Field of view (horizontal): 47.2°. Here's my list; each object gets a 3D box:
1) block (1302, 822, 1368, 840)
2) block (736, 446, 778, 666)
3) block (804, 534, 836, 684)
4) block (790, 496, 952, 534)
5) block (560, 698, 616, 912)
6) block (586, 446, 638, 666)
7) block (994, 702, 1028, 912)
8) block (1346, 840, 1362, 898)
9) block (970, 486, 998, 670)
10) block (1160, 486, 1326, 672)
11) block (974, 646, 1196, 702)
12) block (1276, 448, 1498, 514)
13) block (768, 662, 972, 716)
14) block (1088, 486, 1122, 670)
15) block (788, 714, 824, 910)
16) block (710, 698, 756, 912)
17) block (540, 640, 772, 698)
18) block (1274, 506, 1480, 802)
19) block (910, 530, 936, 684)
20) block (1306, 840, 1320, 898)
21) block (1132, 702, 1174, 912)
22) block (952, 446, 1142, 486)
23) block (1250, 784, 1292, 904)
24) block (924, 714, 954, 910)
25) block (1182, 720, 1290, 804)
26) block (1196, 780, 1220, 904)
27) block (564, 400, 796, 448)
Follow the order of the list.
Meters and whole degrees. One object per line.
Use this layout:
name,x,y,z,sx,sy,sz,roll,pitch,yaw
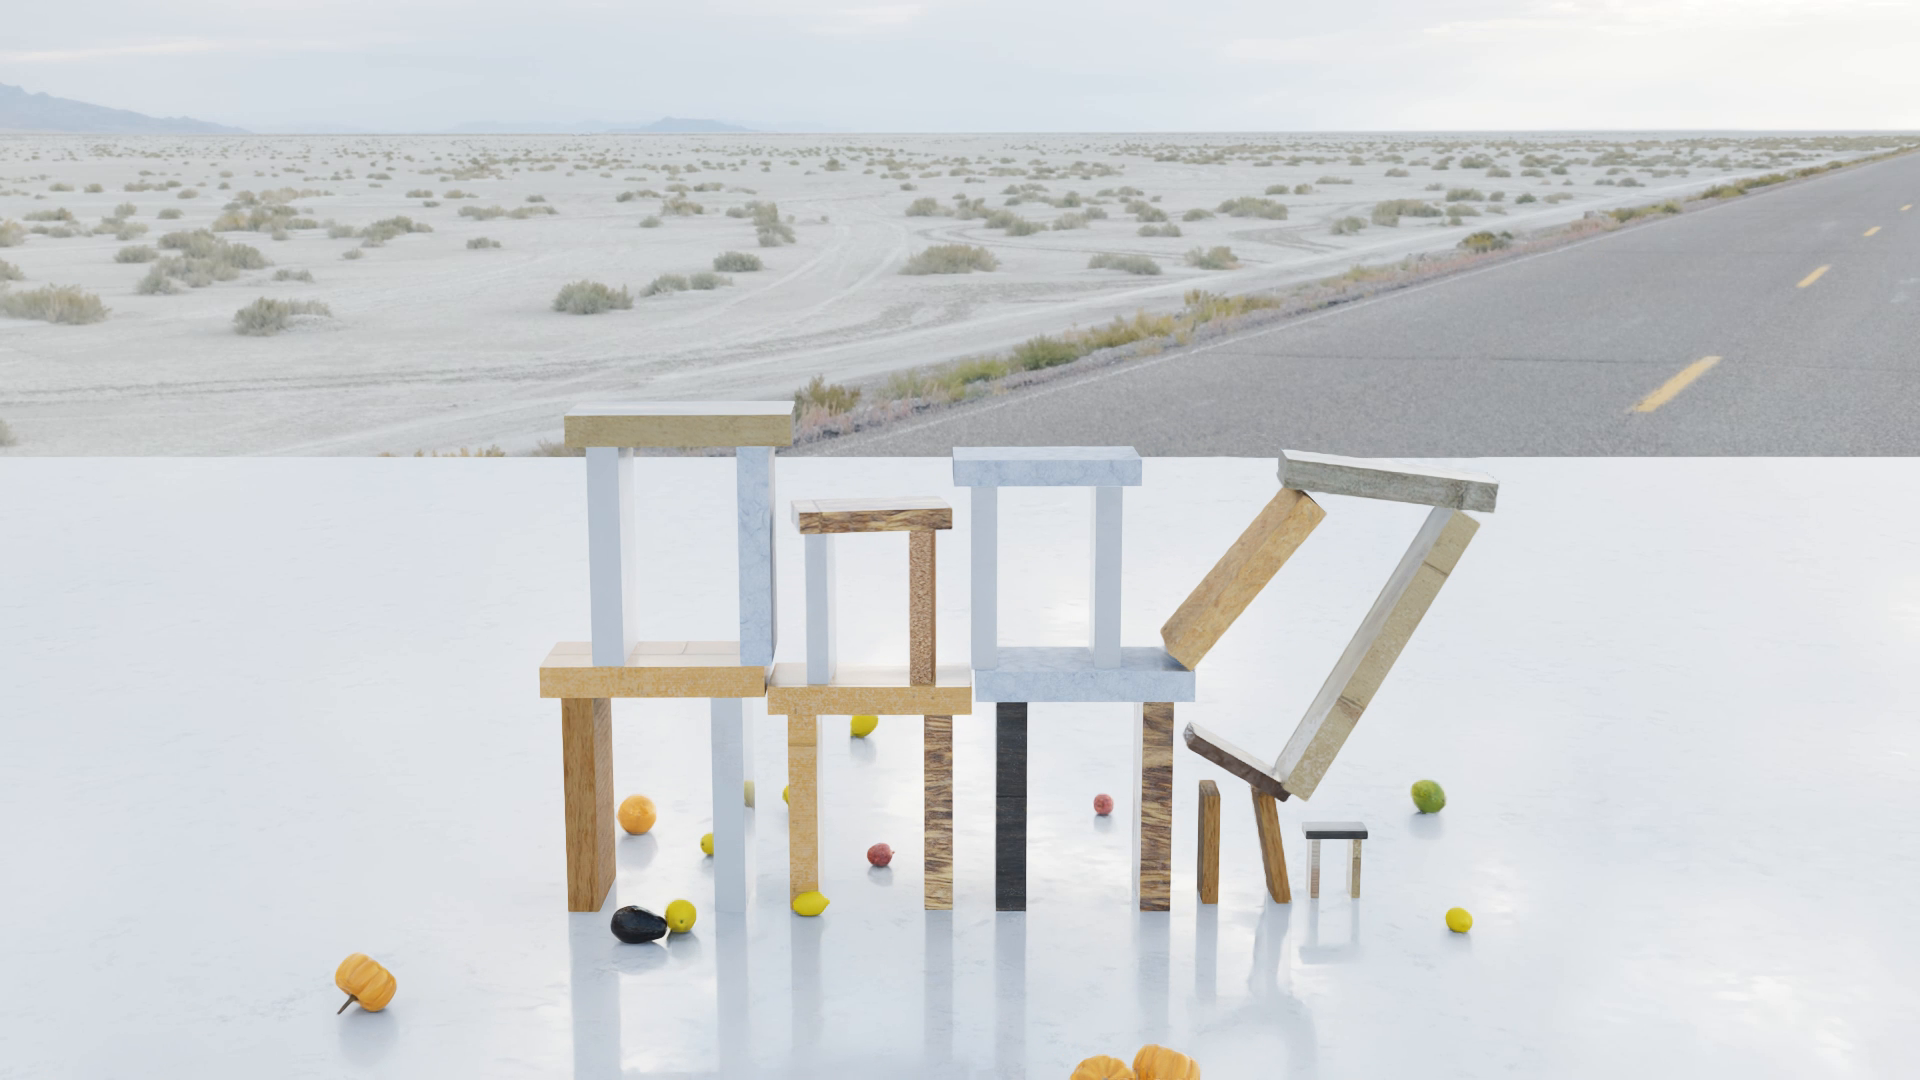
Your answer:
block,0.622,0.482,3.652,0.102,0.014,0.051,0,11,0
block,-0.328,0.012,3.569,0.050,0.354,0.177,0,11,-2
block,-0.226,0.100,3.579,0.035,0.247,0.123,0,11,3
block,-0.145,-0.041,3.567,0.247,0.035,0.123,-2,11,-10
block,-0.613,0.413,3.639,0.051,0.359,0.180,0,11,0
block,-0.563,0.012,3.567,0.050,0.354,0.177,0,11,-1
block,0.083,0.416,3.640,0.050,0.352,0.176,0,11,0
block,0.656,0.539,3.663,0.014,0.102,0.051,0,11,0
block,0.038,0.048,3.572,0.042,0.297,0.149,0,11,0
block,0.456,0.055,3.570,0.047,0.331,0.166,39,8,-7
block,0.201,0.219,3.603,0.352,0.050,0.176,0,11,0
block,0.684,-0.096,3.540,0.331,0.047,0.166,7,8,3
block,-0.145,0.243,3.609,0.329,0.047,0.164,0,11,0
block,0.236,0.048,3.572,0.042,0.297,0.149,0,11,0
block,-0.254,0.428,3.643,0.047,0.329,0.164,0,11,0
block,-0.374,0.413,3.639,0.051,0.359,0.180,0,11,0
block,-0.493,0.211,3.603,0.359,0.051,0.180,0,11,-1
block,0.672,0.175,3.571,0.047,0.522,0.166,30,8,-1
block,-0.060,0.099,3.584,0.035,0.247,0.123,1,11,3
block,0.588,0.539,3.663,0.014,0.102,0.051,0,11,0
block,0.318,0.416,3.640,0.050,0.352,0.176,0,11,0
block,0.138,-0.119,3.545,0.297,0.042,0.149,0,11,-1
block,0.516,0.499,3.651,0.026,0.185,0.092,-11,11,0
block,-0.035,0.428,3.643,0.047,0.329,0.164,0,11,0
block,0.454,0.363,3.604,0.185,0.026,0.092,30,8,-5
block,0.412,0.500,3.650,0.026,0.185,0.092,0,11,0
block,-0.445,-0.187,3.534,0.354,0.050,0.177,0,11,-2
